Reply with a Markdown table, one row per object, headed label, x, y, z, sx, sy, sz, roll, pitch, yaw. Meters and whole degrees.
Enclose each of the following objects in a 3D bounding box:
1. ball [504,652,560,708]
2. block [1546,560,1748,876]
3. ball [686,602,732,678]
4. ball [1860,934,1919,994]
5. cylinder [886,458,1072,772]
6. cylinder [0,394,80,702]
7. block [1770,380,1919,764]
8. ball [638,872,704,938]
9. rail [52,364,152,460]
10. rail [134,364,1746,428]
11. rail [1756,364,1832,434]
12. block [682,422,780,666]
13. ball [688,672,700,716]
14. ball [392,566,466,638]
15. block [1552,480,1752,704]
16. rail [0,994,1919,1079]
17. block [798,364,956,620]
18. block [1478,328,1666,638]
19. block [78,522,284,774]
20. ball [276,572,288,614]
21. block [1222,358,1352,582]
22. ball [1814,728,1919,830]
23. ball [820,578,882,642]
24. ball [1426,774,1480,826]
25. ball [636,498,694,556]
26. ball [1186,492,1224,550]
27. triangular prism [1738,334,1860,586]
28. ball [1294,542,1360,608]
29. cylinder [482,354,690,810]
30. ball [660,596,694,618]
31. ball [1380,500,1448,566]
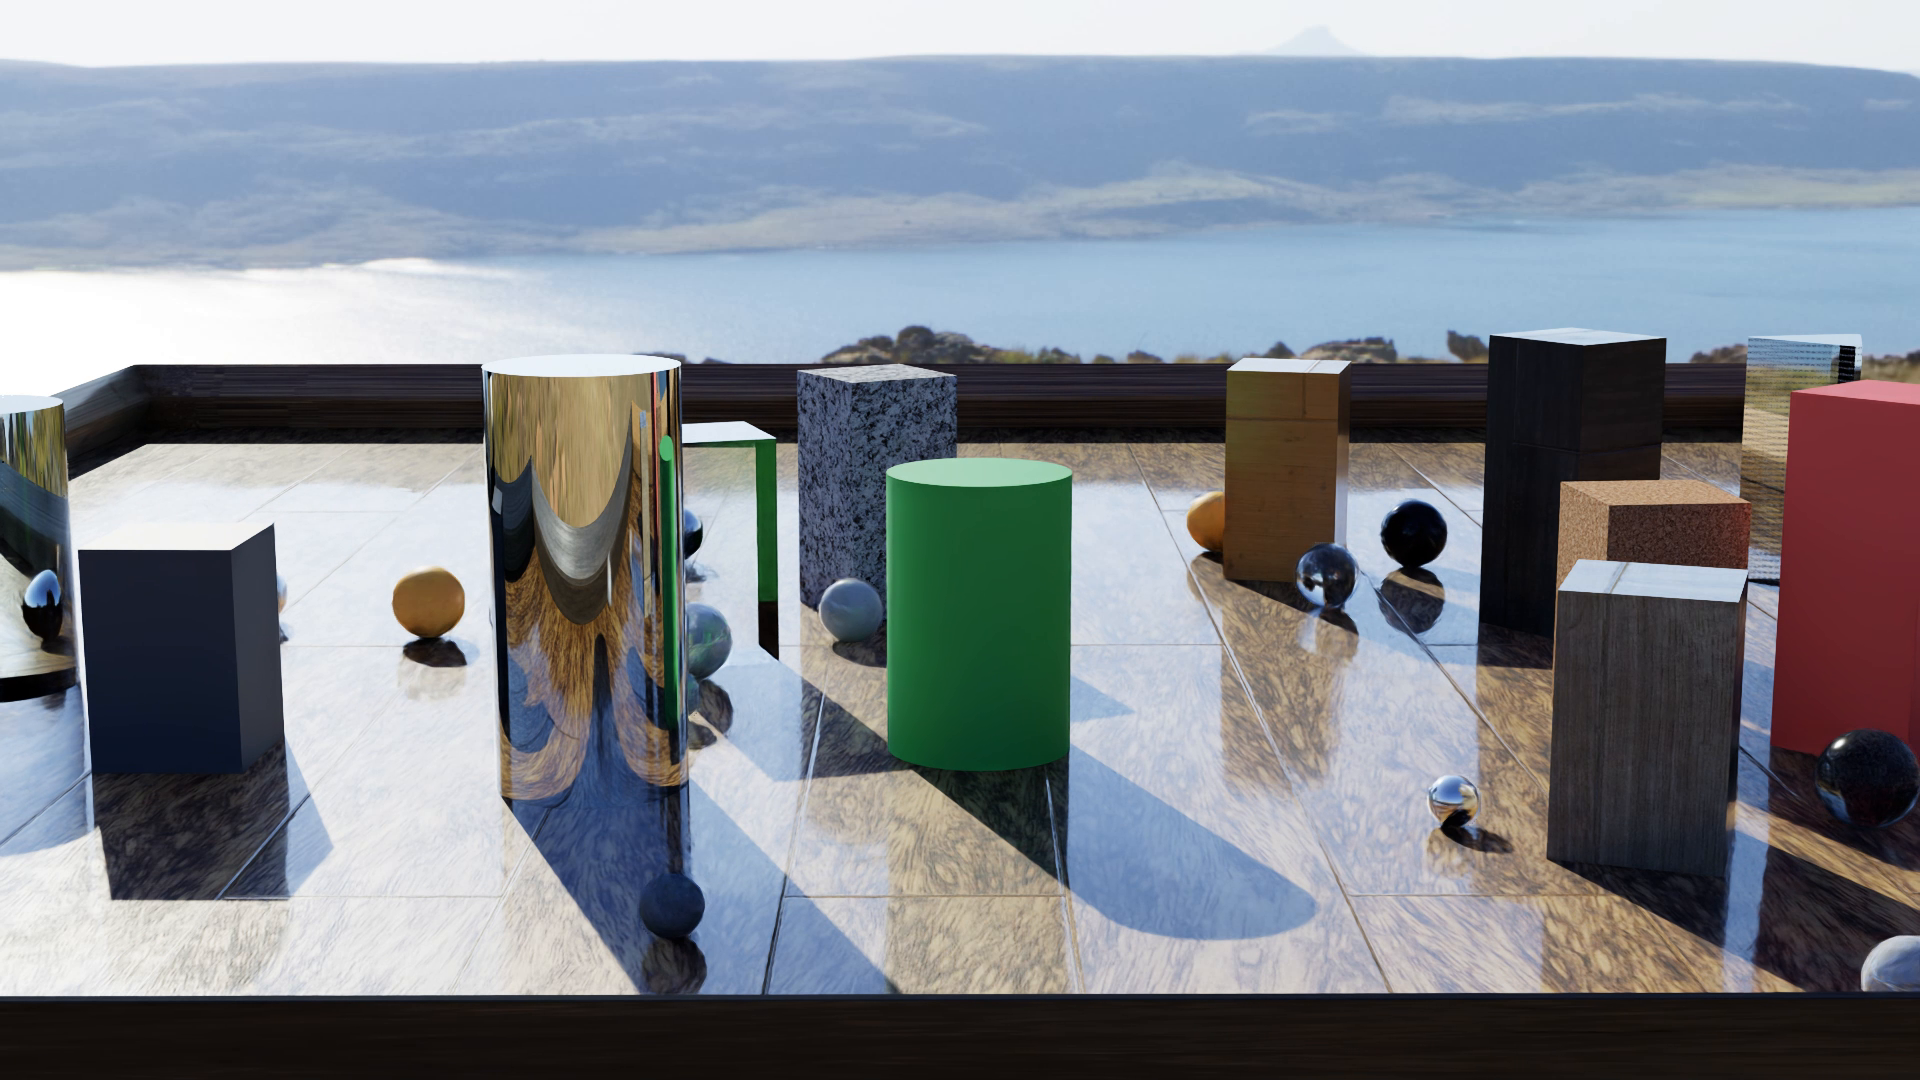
| label | x | y | z | sx | sy | sz | roll | pitch | yaw |
| --- | --- | --- | --- | --- | --- | --- | --- | --- | --- |
| ball | -0.490 | 0.161 | 2.944 | 0.063 | 0.063 | 0.063 | 0 | 10 | 0 |
| block | 0.646 | 0.162 | 2.408 | 0.158 | 0.255 | 0.158 | 4 | 11 | 20 |
| ball | -0.320 | 0.121 | 3.081 | 0.092 | 0.092 | 0.092 | 0 | 10 | 0 |
| ball | 0.727 | 0.338 | 1.962 | 0.072 | 0.072 | 0.072 | 0 | 10 | 0 |
| cylinder | 0.020 | 0.076 | 2.750 | 0.198 | 0.301 | 0.198 | 0 | 10 | 0 |
| cylinder | -1.151 | 0.007 | 3.024 | 0.198 | 0.335 | 0.198 | 0 | 10 | 0 |
| block | 0.990 | 0.034 | 2.742 | 0.158 | 0.386 | 0.158 | -9 | 14 | -41 |
| ball | -0.243 | 0.309 | 2.166 | 0.056 | 0.056 | 0.056 | 0 | 10 | 0 |
| rail | -1.639 | 0.035 | 3.440 | 0.045 | 0.128 | 3.596 | 0 | 10 | 0 |
| rail | -0.010 | -0.290 | 5.193 | 3.325 | 0.128 | 0.045 | 0 | 10 | 0 |
| rail | 1.639 | 0.031 | 3.458 | 0.045 | 0.128 | 3.596 | 0 | 10 | 0 |
| block | -0.324 | 0.005 | 3.192 | 0.158 | 0.279 | 0.158 | -4 | 11 | -19 |
| ball | -0.323 | 0.173 | 2.875 | 0.064 | 0.064 | 0.064 | 0 | 10 | 0 |
| ball | -0.683 | 0.079 | 3.301 | 0.093 | 0.093 | 0.093 | 0 | 10 | 0 |
| block | 0.767 | 0.076 | 2.859 | 0.158 | 0.262 | 0.158 | -1 | 11 | -6 |
| rail | 0.010 | 0.356 | 1.704 | 3.325 | 0.128 | 0.045 | 0 | 10 | 0 |
| block | -0.112 | -0.067 | 3.471 | 0.158 | 0.319 | 0.158 | -6 | 12 | -30 |
| block | 0.798 | -0.076 | 3.349 | 0.158 | 0.381 | 0.158 | -7 | 13 | -35 |
| block | -0.824 | 0.112 | 2.729 | 0.158 | 0.237 | 0.158 | 0 | 10 | 1 |
| ball | -0.927 | 0.072 | 3.395 | 0.075 | 0.075 | 0.075 | 0 | 10 | 0 |
| block | 0.474 | -0.103 | 3.714 | 0.158 | 0.301 | 0.158 | 3 | 11 | 14 |
| ball | 0.876 | 0.230 | 2.474 | 0.097 | 0.097 | 0.097 | 0 | 10 | 0 |
| ball | -0.139 | 0.089 | 3.280 | 0.081 | 0.081 | 0.081 | 0 | 10 | 0 |
| ball | 0.477 | 0.252 | 2.485 | 0.050 | 0.050 | 0.050 | 0 | 10 | 0 |
| ball | -0.443 | -0.020 | 3.854 | 0.088 | 0.088 | 0.088 | 0 | 10 | 0 |
| ball | 0.389 | -0.029 | 3.894 | 0.090 | 0.090 | 0.090 | 0 | 10 | 0 |
| triangular prism | 1.224 | -0.113 | 3.638 | 0.148 | 0.349 | 0.171 | -9 | 14 | -41 |
| ball | 0.499 | 0.048 | 3.484 | 0.088 | 0.088 | 0.088 | 0 | 10 | 0 |
| cylinder | -0.378 | 0.037 | 2.600 | 0.198 | 0.431 | 0.198 | 0 | 10 | 0 |
| ball | -0.360 | 0.099 | 3.310 | 0.052 | 0.052 | 0.052 | 0 | 10 | 0 |
| ball | 0.667 | -0.010 | 3.769 | 0.099 | 0.099 | 0.099 | 0 | 10 | 0 |
